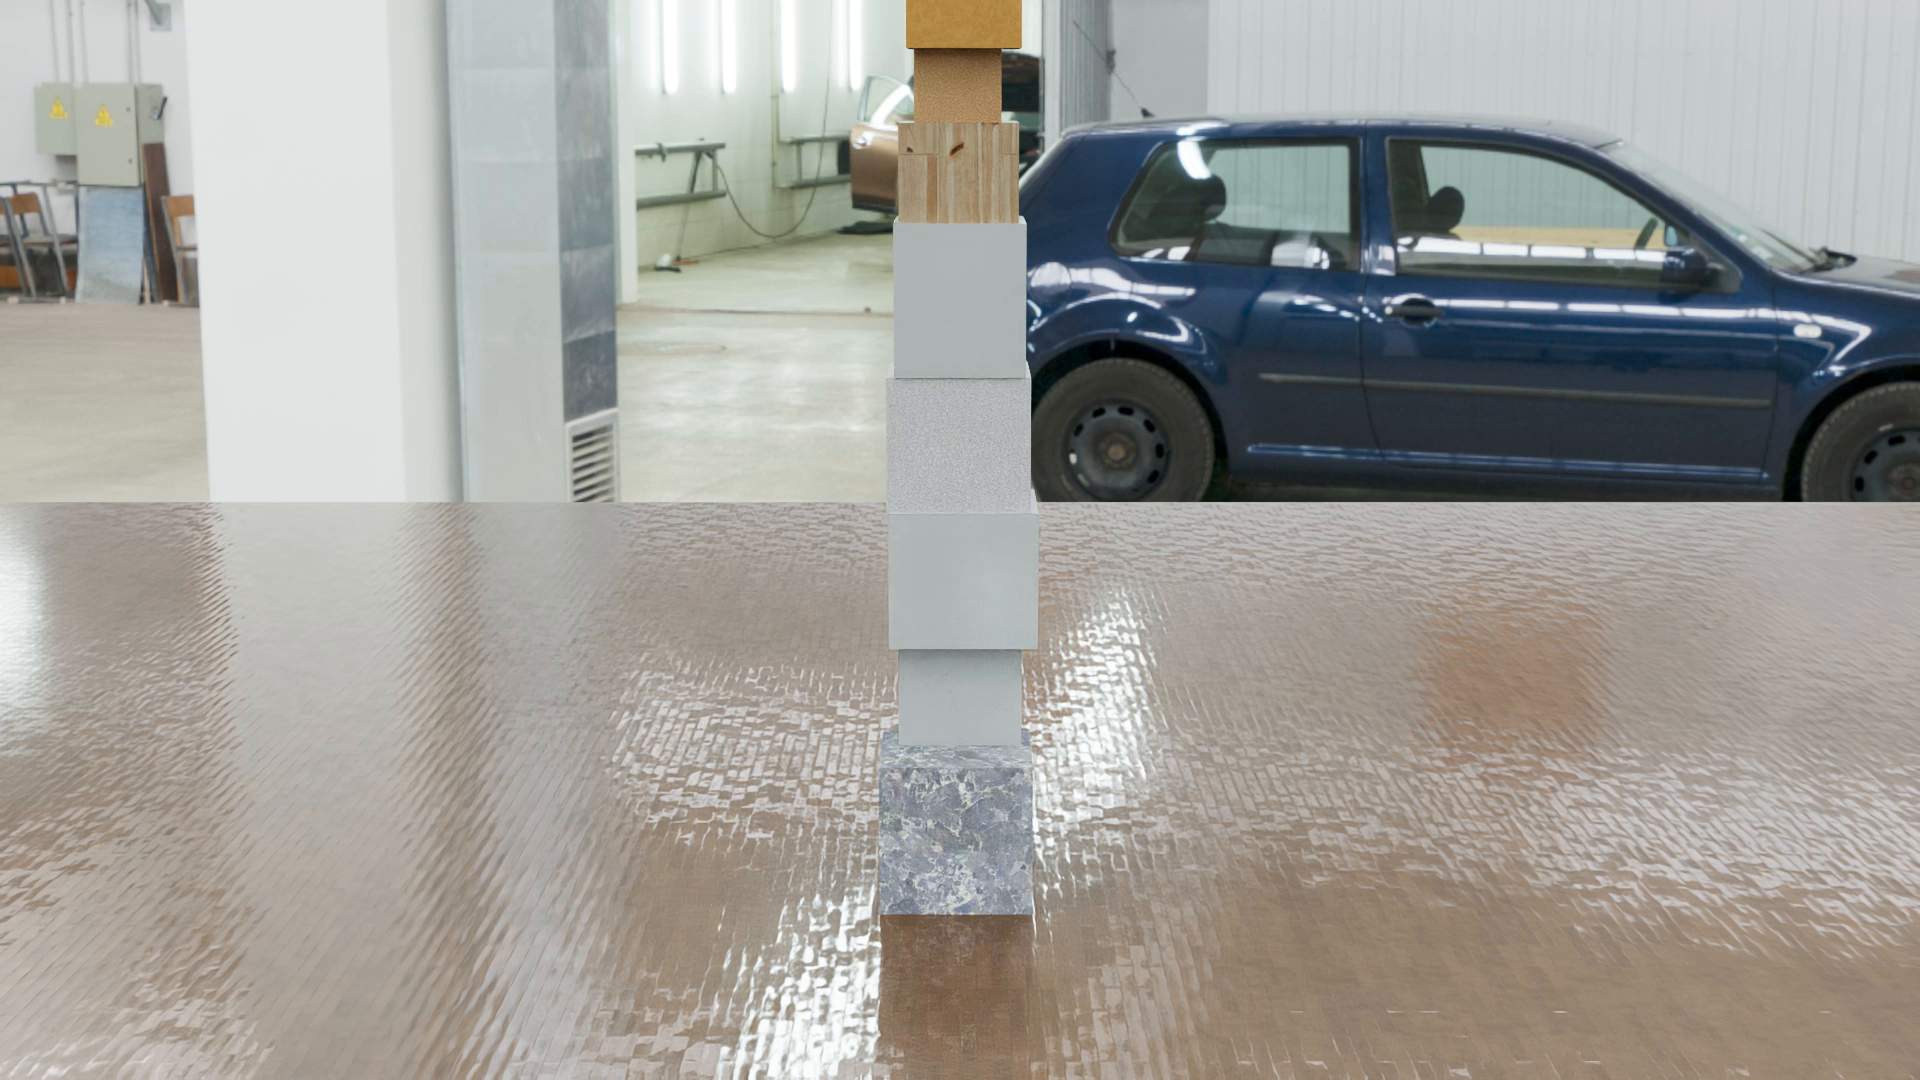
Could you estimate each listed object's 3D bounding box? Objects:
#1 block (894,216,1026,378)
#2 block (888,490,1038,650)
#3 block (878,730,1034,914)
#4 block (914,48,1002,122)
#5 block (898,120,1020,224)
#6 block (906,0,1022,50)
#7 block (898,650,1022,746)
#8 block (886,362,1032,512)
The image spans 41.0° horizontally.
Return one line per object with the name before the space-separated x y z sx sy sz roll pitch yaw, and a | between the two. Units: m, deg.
block | 0.000 -1.049 10.990 0.553 0.641 0.619 0 10 0
block | 0.014 0.119 11.202 0.635 0.586 0.648 0 10 0
block | -0.017 1.212 11.114 0.646 0.640 0.646 0 10 0
block | -0.010 -1.920 10.831 0.364 0.304 0.361 0 10 0
block | -0.006 -1.567 10.895 0.501 0.413 0.506 0 10 0
block | 0.016 -2.322 10.758 0.476 0.514 0.539 0 10 0
block | 0.000 0.627 11.294 0.529 0.446 0.476 0 10 0
block | -0.006 -0.452 11.098 0.609 0.573 0.596 0 10 0
